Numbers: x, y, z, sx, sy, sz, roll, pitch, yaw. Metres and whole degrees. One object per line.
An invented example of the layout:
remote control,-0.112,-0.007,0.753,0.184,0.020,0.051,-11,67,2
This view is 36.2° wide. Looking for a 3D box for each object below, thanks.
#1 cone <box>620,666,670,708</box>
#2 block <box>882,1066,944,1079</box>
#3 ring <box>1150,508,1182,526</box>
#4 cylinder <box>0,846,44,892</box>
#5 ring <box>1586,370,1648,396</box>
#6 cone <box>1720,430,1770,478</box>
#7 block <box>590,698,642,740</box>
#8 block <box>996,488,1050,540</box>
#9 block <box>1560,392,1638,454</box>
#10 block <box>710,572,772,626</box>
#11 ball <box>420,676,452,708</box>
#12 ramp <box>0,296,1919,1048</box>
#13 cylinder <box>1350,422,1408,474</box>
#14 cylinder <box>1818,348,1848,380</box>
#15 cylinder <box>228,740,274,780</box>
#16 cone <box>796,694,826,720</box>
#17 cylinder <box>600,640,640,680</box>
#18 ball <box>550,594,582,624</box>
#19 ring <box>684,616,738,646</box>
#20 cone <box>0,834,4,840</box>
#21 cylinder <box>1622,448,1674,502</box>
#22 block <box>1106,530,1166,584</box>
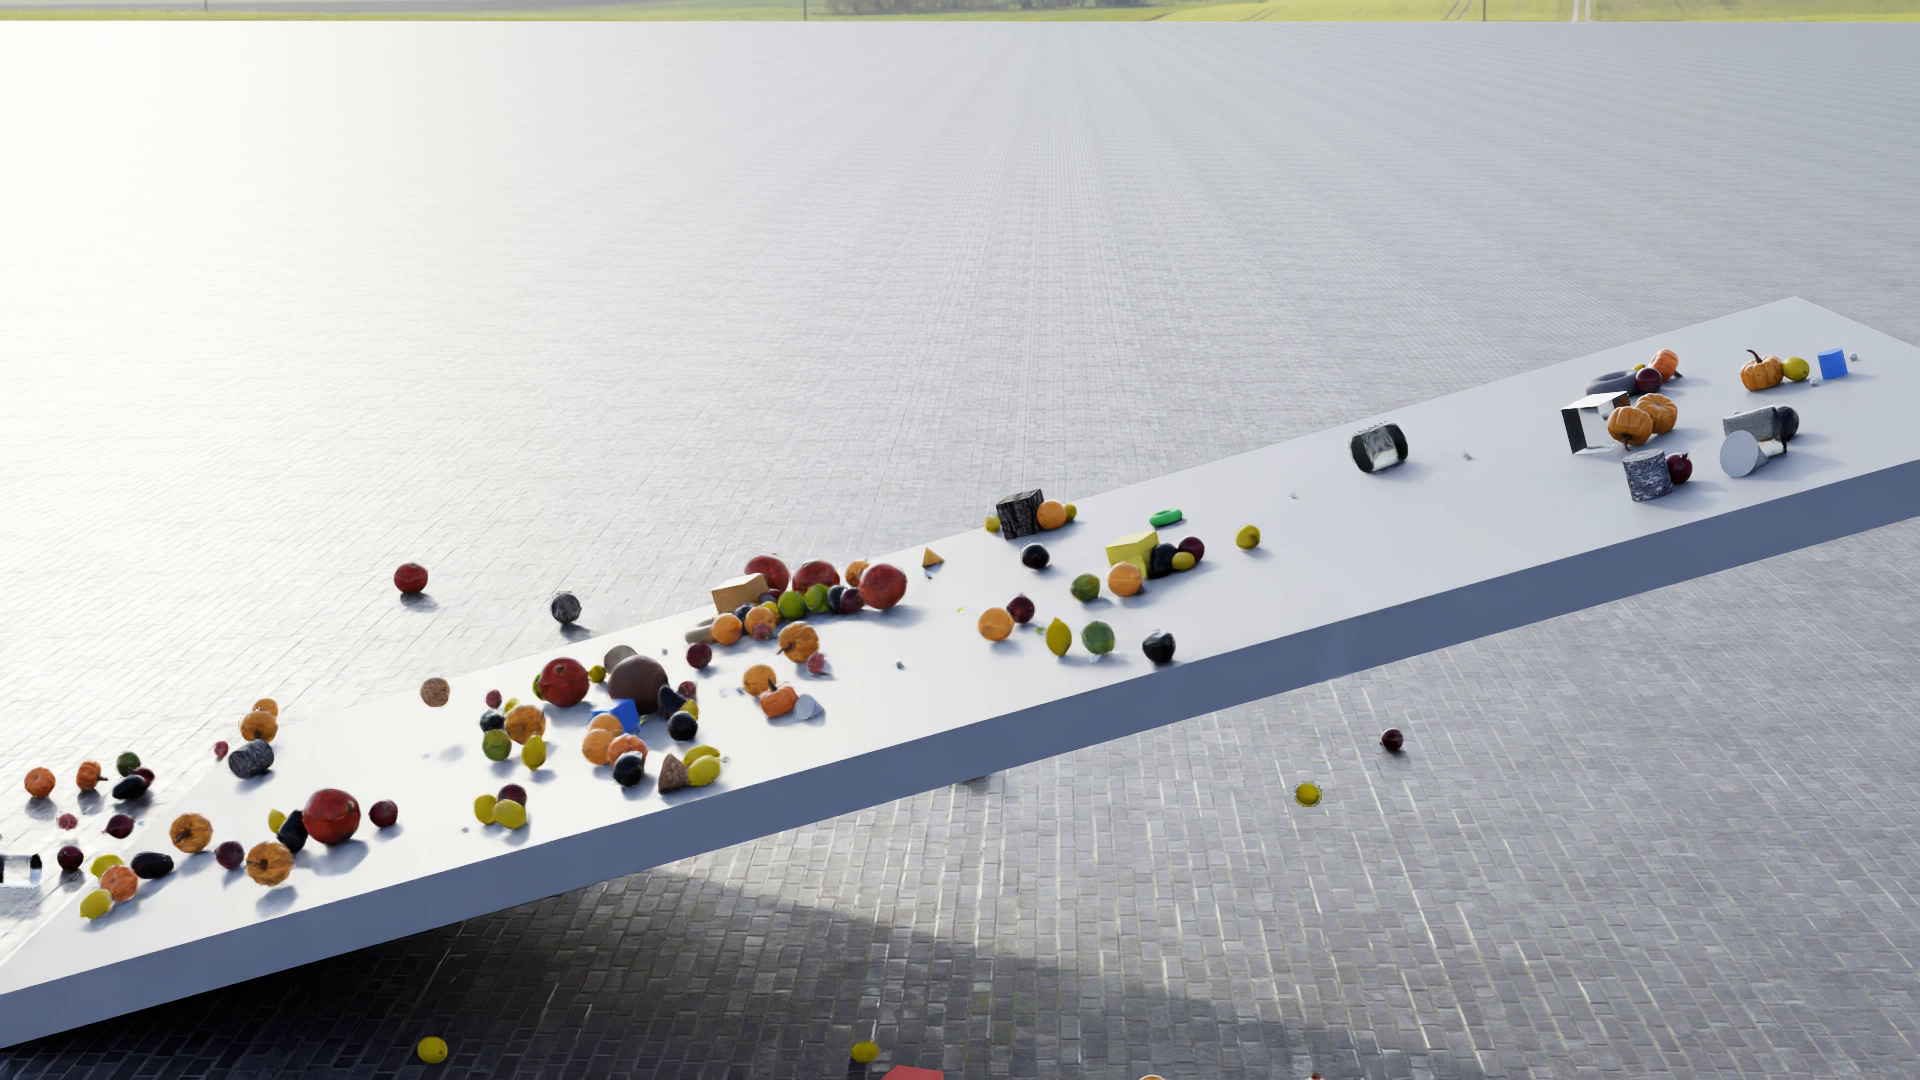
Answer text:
cone,-0.673,0.333,6.356,0.099,0.099,0.099,12,12,7
block,-0.086,0.985,5.171,0.088,0.088,0.088,4,12,21
ring,0.465,-0.051,6.648,0.077,0.026,0.077,-15,10,3
cylinder,-2.092,0.733,6.533,0.077,0.077,0.077,30,19,14
ring,1.463,-0.344,6.553,0.139,0.046,0.139,-15,10,3
cone,1.481,-0.154,5.484,0.089,0.089,0.089,9,4,-36
block,-0.717,0.375,6.134,0.066,0.066,0.066,-6,14,47
block,0.151,-0.061,7.042,0.089,0.089,0.089,-13,11,23
block,1.320,-0.241,6.067,0.098,0.098,0.098,-24,12,-35
block,-0.517,0.143,7.001,0.095,0.095,0.095,-12,11,27
ball,-1.193,0.346,6.692,0.069,0.069,0.069,0,11,0
ramp,0.090,0.187,6.320,4.000,0.100,2.000,-16,10,5
cylinder,0.931,-0.204,6.528,0.090,0.090,0.090,-20,18,-20
cylinder,1.804,-0.365,6.082,0.052,0.052,0.052,-16,10,3
cylinder,-1.663,0.515,6.901,0.074,0.074,0.074,5,19,26
cone,-0.284,0.330,5.781,0.054,0.054,0.054,10,1,-42
cylinder,-0.780,0.275,6.747,0.081,0.081,0.081,-2,7,-12
ball,-1.235,0.214,9.221,0.095,0.095,0.095,0,11,0
ring,-0.582,0.212,6.880,0.131,0.044,0.131,-16,11,3
cone,-2.288,0.661,6.897,0.082,0.082,0.082,0,11,0
cylinder,1.289,-0.121,5.511,0.078,0.078,0.078,-16,10,3
block,0.368,0.036,6.161,0.081,0.081,0.081,-10,12,35
